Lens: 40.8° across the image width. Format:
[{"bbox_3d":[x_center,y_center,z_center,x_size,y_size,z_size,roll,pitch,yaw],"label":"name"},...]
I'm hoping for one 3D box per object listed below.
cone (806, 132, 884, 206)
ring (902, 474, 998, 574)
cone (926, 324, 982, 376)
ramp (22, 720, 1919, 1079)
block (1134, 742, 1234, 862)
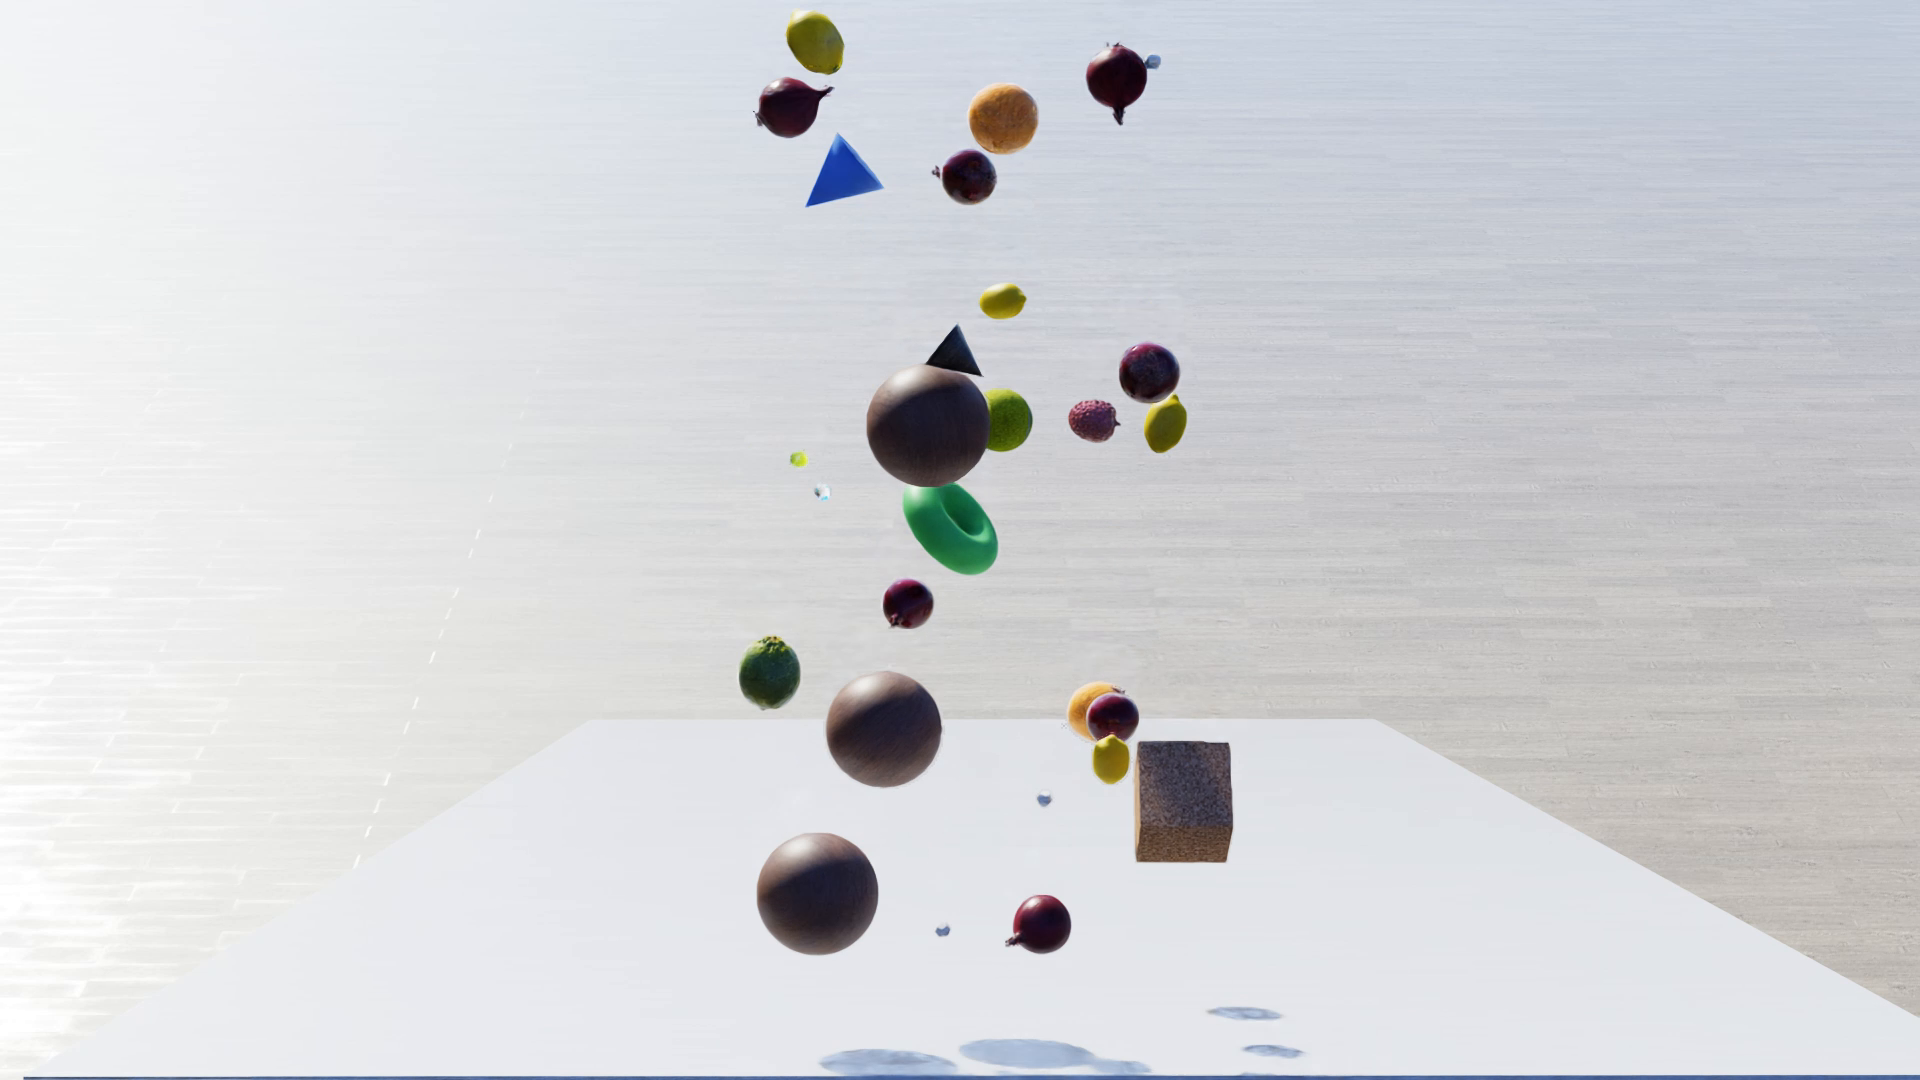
[{"bbox_3d":[-0.124,-0.348,2.522,0.071,0.071,0.071,-39,29,7],"label":"cone"},{"bbox_3d":[-0.010,-0.017,2.810,0.128,0.043,0.128,38,26,-23],"label":"ring"},{"bbox_3d":[0.002,-0.181,2.601,0.054,0.054,0.054,38,32,-2],"label":"cone"},{"bbox_3d":[0.061,0.546,4.583,2.000,0.100,4.000,0,1,0],"label":"ramp"},{"bbox_3d":[0.226,0.266,2.621,0.092,0.092,0.092,0,60,1],"label":"block"}]
